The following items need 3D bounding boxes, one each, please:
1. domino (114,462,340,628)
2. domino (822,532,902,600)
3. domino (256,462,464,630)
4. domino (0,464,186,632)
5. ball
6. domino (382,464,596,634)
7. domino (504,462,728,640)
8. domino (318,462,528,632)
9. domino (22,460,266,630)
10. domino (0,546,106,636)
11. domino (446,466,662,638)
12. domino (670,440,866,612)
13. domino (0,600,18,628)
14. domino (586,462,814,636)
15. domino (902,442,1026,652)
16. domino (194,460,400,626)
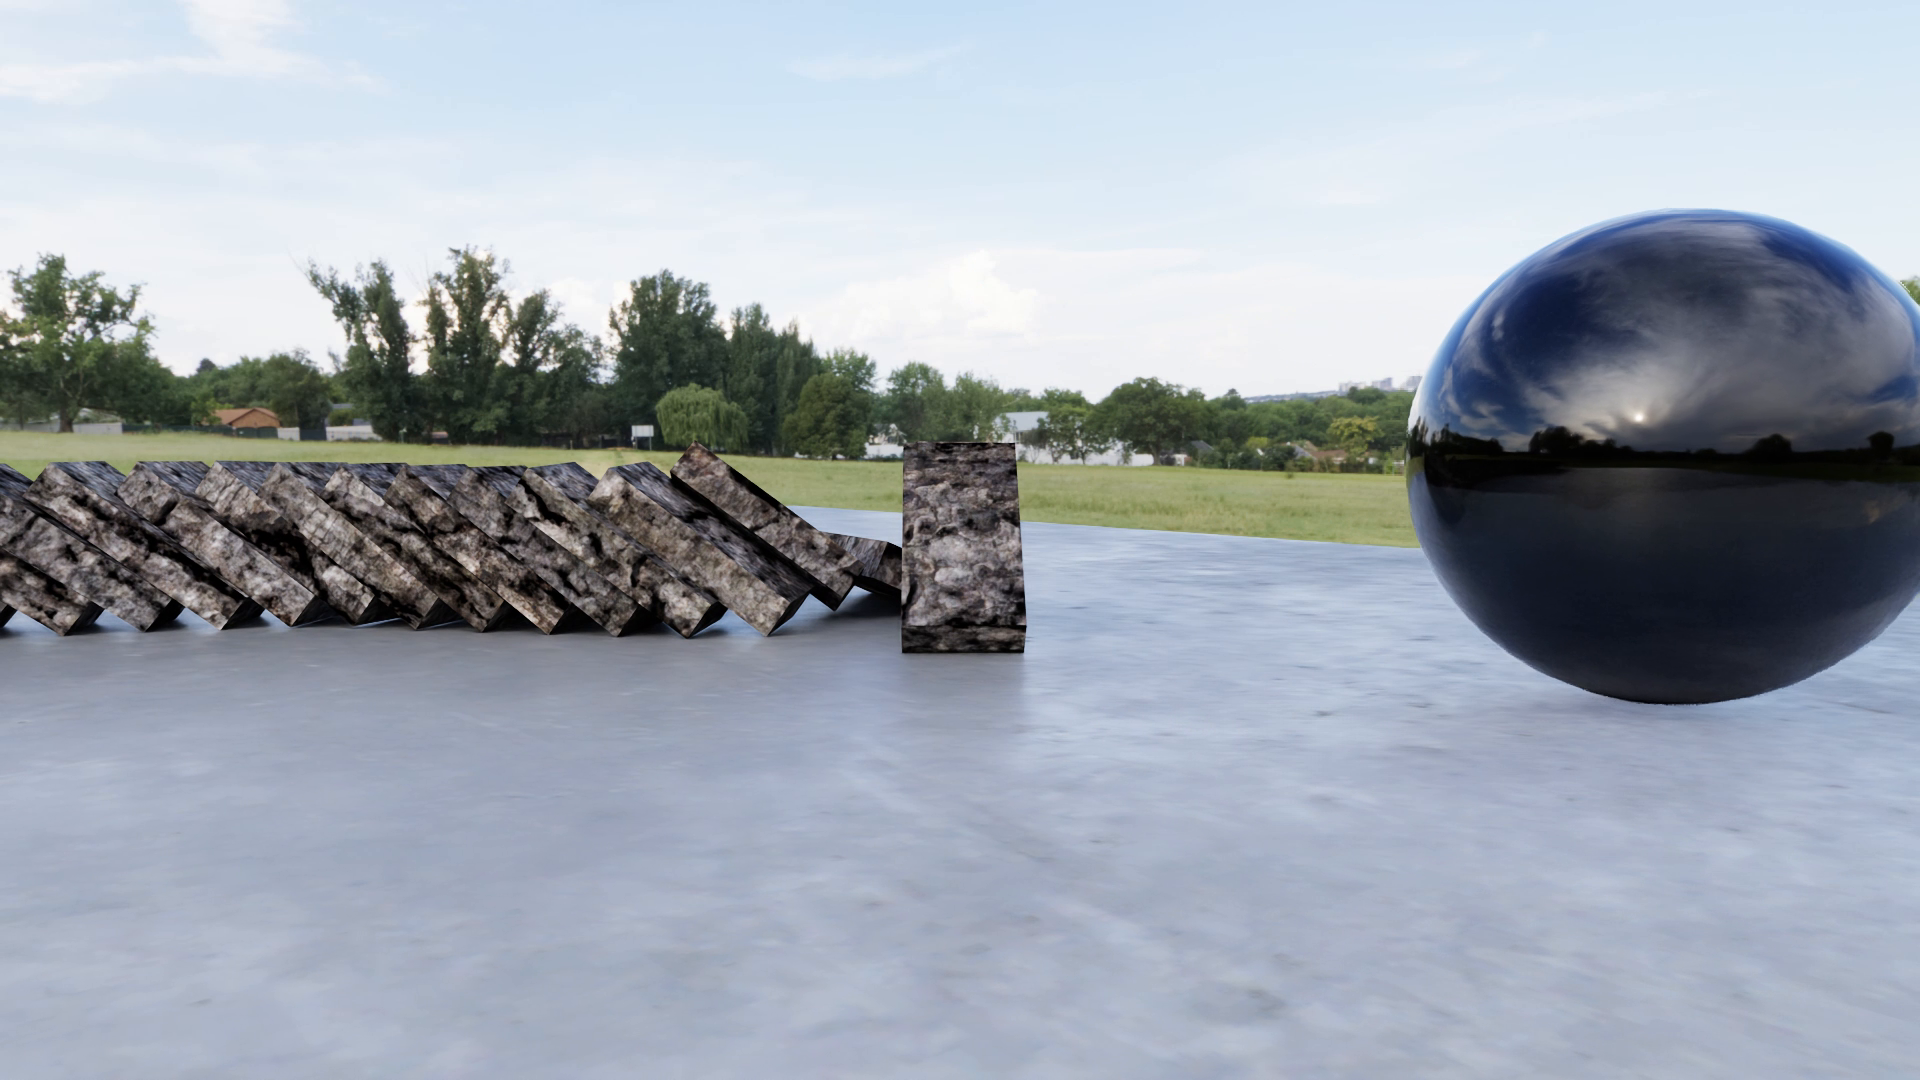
[{"bbox_3d":[-0.171,0.000,0.307,0.050,0.009,0.025,38,3,-2],"label":"domino"},{"bbox_3d":[-0.021,0.008,0.339,0.025,0.010,0.050,25,-8,-28],"label":"domino"},{"bbox_3d":[-0.138,0.000,0.306,0.050,0.009,0.025,38,9,6],"label":"domino"},{"bbox_3d":[-0.204,0.001,0.295,0.050,0.009,0.025,38,-7,-16],"label":"domino"},{"bbox_3d":[0.115,-0.013,0.210,0.080,0.080,0.080,0,4,0],"label":"ball"},{"bbox_3d":[-0.106,0.001,0.300,0.050,0.009,0.025,38,10,6],"label":"domino"},{"bbox_3d":[-0.075,0.002,0.292,0.050,0.010,0.025,37,9,1],"label":"domino"},{"bbox_3d":[-0.122,0.001,0.303,0.050,0.009,0.025,38,10,5],"label":"domino"},{"bbox_3d":[-0.188,0.001,0.301,0.050,0.010,0.025,38,-3,-10],"label":"domino"},{"bbox_3d":[-0.219,0.002,0.288,0.050,0.010,0.025,38,-9,-19],"label":"domino"},{"bbox_3d":[-0.090,0.002,0.296,0.050,0.010,0.025,37,10,6],"label":"domino"},{"bbox_3d":[-0.047,-0.003,0.314,0.050,0.010,0.025,36,-15,-1],"label":"domino"},{"bbox_3d":[-0.233,0.003,0.280,0.050,0.009,0.025,39,-13,-23],"label":"domino"},{"bbox_3d":[-0.059,0.001,0.295,0.050,0.009,0.025,37,9,1],"label":"domino"},{"bbox_3d":[0.000,0.001,0.274,0.025,0.050,0.009,0,-39,-2],"label":"domino"},{"bbox_3d":[-0.154,0.000,0.309,0.050,0.010,0.025,38,7,5],"label":"domino"}]
